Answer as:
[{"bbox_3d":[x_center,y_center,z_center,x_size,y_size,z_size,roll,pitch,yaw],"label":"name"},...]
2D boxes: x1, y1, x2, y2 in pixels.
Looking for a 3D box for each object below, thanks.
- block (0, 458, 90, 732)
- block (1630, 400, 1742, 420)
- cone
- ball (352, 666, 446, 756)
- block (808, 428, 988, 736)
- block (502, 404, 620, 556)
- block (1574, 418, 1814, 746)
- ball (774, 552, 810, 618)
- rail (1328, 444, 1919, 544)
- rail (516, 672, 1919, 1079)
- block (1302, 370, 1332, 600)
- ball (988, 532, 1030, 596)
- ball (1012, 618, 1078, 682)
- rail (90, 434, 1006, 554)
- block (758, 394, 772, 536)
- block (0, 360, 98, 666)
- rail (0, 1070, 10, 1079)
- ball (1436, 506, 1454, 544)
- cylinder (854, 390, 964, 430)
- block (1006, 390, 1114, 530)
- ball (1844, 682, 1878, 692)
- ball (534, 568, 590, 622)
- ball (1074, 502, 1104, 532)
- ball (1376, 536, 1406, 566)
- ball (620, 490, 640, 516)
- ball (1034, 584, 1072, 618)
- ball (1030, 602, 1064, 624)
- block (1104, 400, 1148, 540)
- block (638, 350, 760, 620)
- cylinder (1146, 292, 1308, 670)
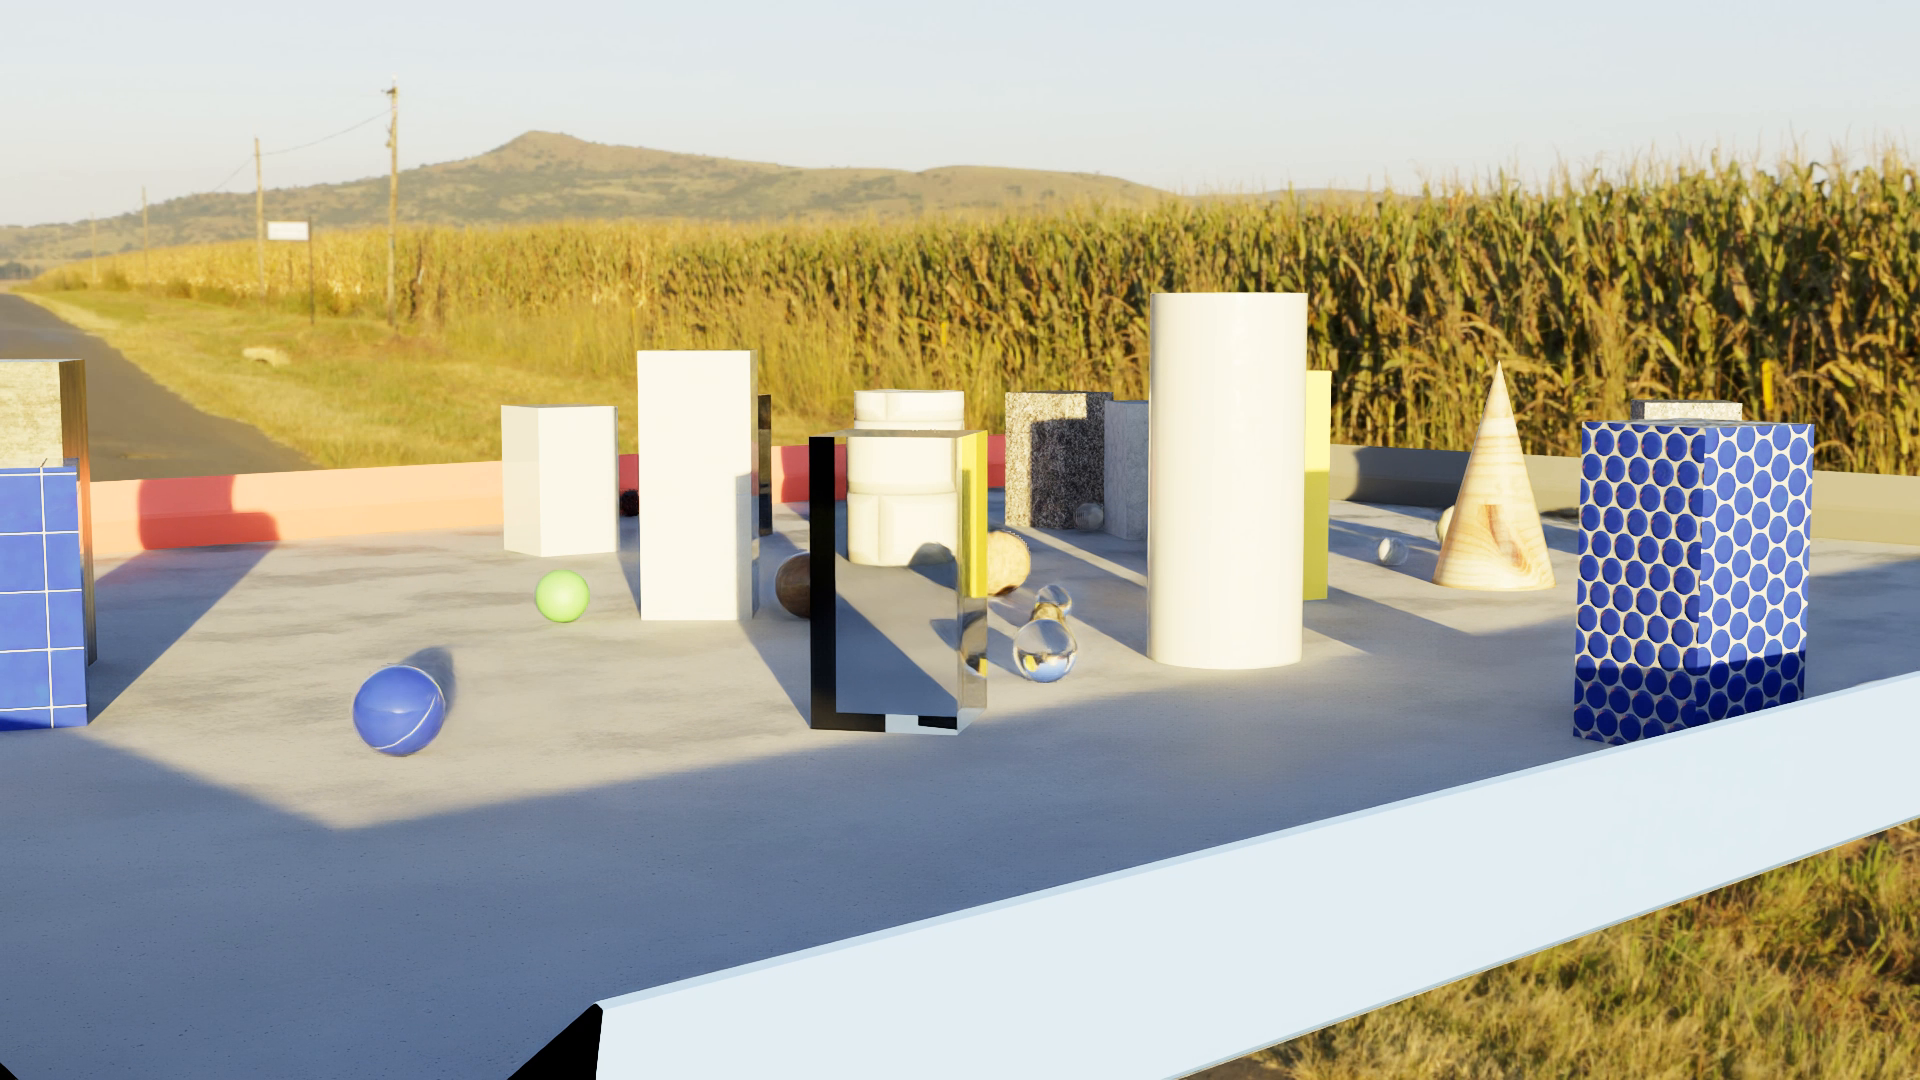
[{"bbox_3d":[-1.043,0.056,2.400,0.160,0.280,0.160,-2,6,-20],"label":"block"},{"bbox_3d":[1.268,-0.099,3.859,0.160,0.288,0.160,1,6,8],"label":"block"},{"bbox_3d":[0.876,-0.111,3.591,0.200,0.366,0.200,0,6,0],"label":"cone"},{"bbox_3d":[-0.563,0.171,2.208,0.091,0.091,0.091,0,6,0],"label":"ball"},{"bbox_3d":[-0.064,0.040,2.394,0.160,0.313,0.160,1,6,12],"label":"block"},{"bbox_3d":[-0.744,-0.115,4.096,0.160,0.270,0.160,-4,7,-36],"label":"block"},{"bbox_3d":[0.755,0.044,2.269,0.160,0.331,0.160,-4,7,-30],"label":"block"},{"bbox_3d":[-0.221,0.065,3.198,0.097,0.097,0.097,0,6,0],"label":"ball"},{"bbox_3d":[1.401,-0.100,4.617,0.045,0.130,3.216,-5,8,-42],"label":"rail"},{"bbox_3d":[1.075,0.154,2.173,3.859,0.130,0.045,-5,8,-42],"label":"rail"},{"bbox_3d":[0.463,-0.088,3.435,0.160,0.353,0.160,-3,7,-27],"label":"block"},{"bbox_3d":[0.060,0.037,3.455,0.100,0.100,0.100,0,6,0],"label":"ball"},{"bbox_3d":[0.102,0.133,2.644,0.077,0.077,0.077,0,6,0],"label":"ball"},{"bbox_3d":[-1.075,-0.087,4.490,3.859,0.130,0.045,-5,8,-42],"label":"rail"},{"bbox_3d":[-0.479,-0.146,4.341,0.160,0.280,0.160,2,6,21],"label":"block"},{"bbox_3d":[-1.170,-0.028,2.707,0.160,0.384,0.160,-1,6,-11],"label":"block"},{"bbox_3d":[-1.401,0.168,2.046,0.045,0.130,3.216,-5,8,-42],"label":"rail"},{"bbox_3d":[0.924,-0.020,4.059,0.088,0.088,0.088,0,6,0],"label":"ball"},{"bbox_3d":[-0.092,-0.120,3.996,0.200,0.300,0.200,0,6,0],"label":"cylinder"},{"bbox_3d":[0.207,-0.170,4.593,0.160,0.277,0.160,5,8,41],"label":"block"},{"bbox_3d":[0.868,0.182,2.078,0.097,0.097,0.097,0,6,0],"label":"ball"},{"bbox_3d":[-0.571,0.080,3.155,0.077,0.077,0.077,0,6,0],"label":"ball"},{"bbox_3d":[0.261,-0.047,4.460,0.058,0.058,0.058,0,6,0],"label":"ball"},{"bbox_3d":[0.758,0.019,3.861,0.052,0.052,0.052,0,6,0],"label":"ball"},{"bbox_3d":[-0.714,-0.079,4.780,0.056,0.056,0.056,0,6,0],"label":"ball"},{"bbox_3d":[0.134,0.091,3.162,0.053,0.053,0.053,0,6,0],"label":"ball"},{"bbox_3d":[0.120,0.109,3.015,0.047,0.047,0.047,0,6,0],"label":"ball"},{"bbox_3d":[0.387,-0.143,4.387,0.160,0.265,0.160,-1,6,-12],"label":"block"},{"bbox_3d":[-0.382,-0.085,3.240,0.160,0.388,0.160,0,6,-1],"label":"block"},{"bbox_3d":[0.341,-0.081,2.818,0.200,0.467,0.200,0,6,0],"label":"cylinder"}]
